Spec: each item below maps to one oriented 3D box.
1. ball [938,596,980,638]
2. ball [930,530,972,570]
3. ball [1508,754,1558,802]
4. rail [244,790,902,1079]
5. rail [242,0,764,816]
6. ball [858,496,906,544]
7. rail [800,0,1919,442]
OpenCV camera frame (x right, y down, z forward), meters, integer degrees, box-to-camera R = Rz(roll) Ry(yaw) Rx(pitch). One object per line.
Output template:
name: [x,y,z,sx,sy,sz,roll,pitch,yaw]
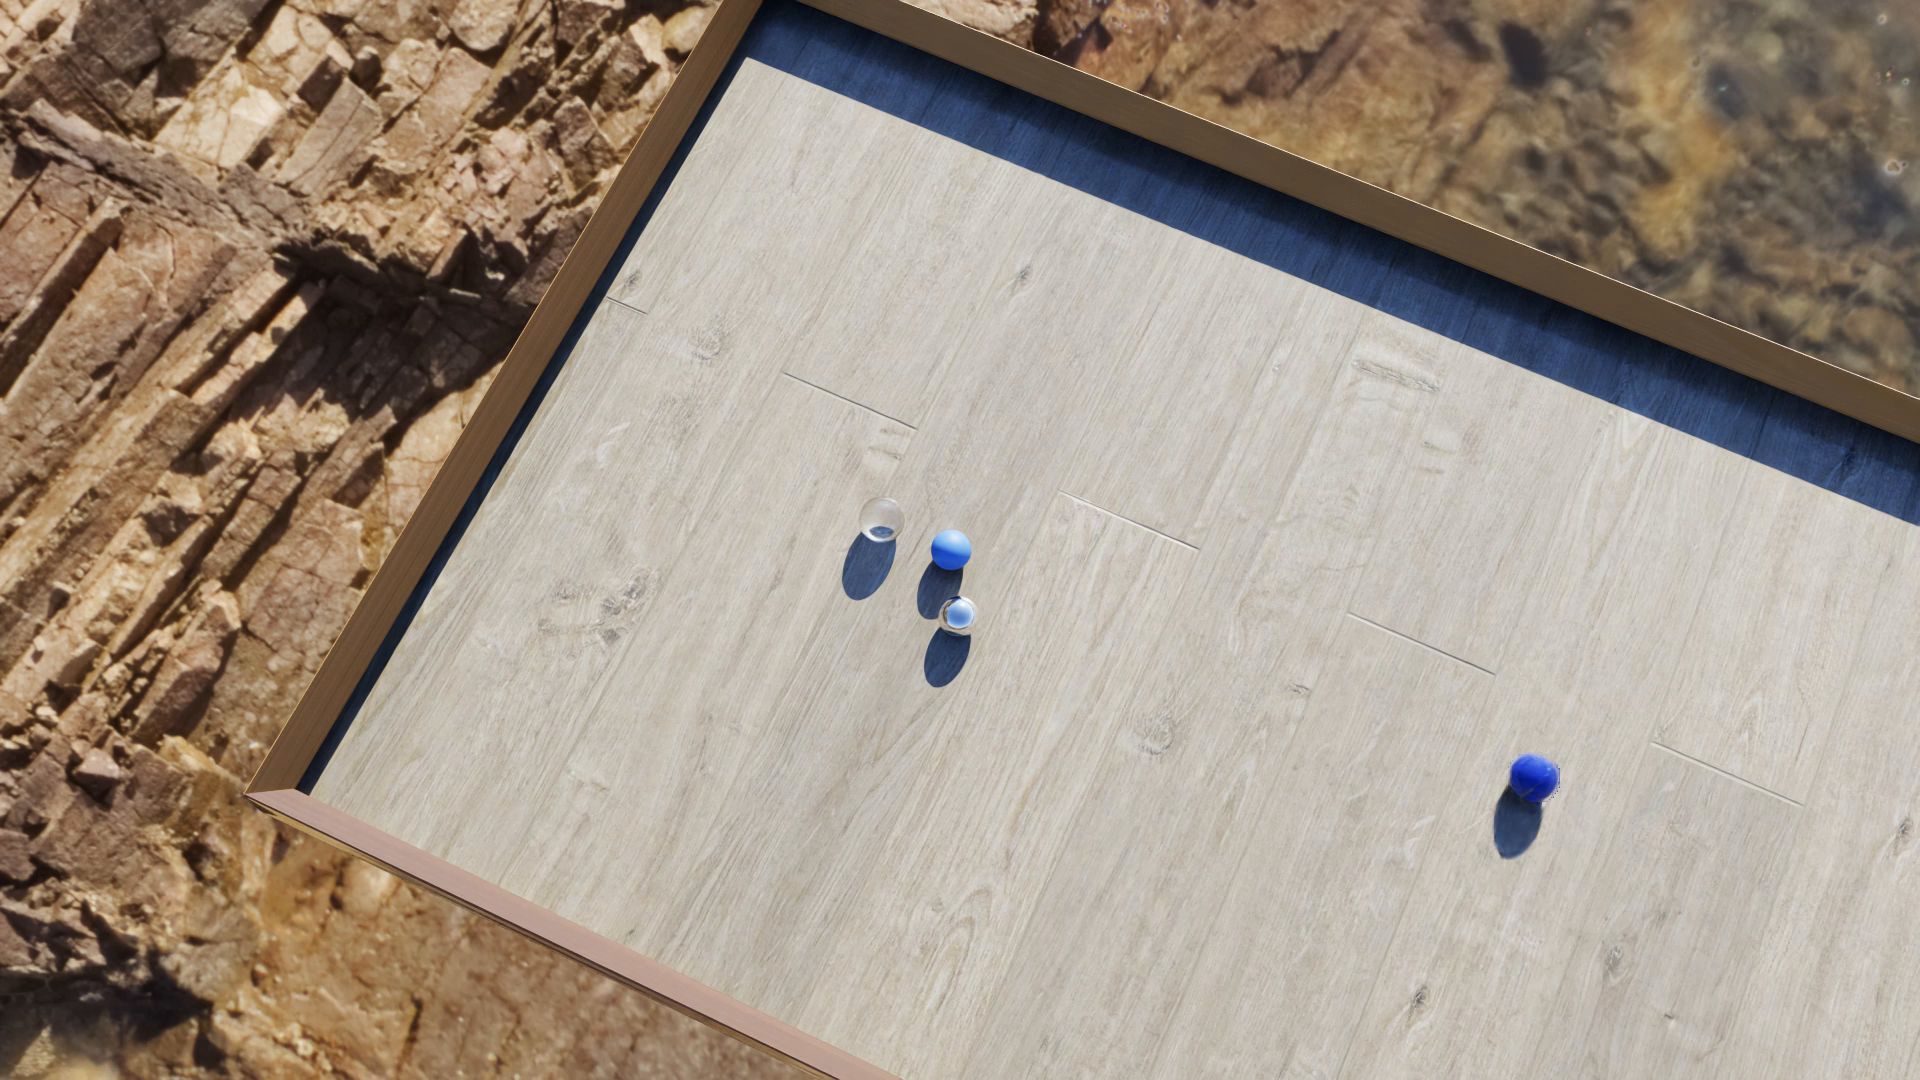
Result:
ball: [-0.002,0.120,3.438,0.065,0.065,0.065,0,68,0]
ball: [-0.014,0.016,3.479,0.065,0.065,0.065,0,68,0]
ball: [0.870,0.361,3.337,0.072,0.072,0.072,0,68,0]
rail: [0.365,0.990,3.071,3.133,0.097,0.045,23,70,9]
rail: [-0.689,-0.303,3.589,0.045,0.097,1.685,23,70,9]
ball: [-0.124,-0.032,3.493,0.075,0.075,0.075,0,68,0]
rail: [1.056,-0.388,3.622,3.133,0.097,0.045,23,70,9]
